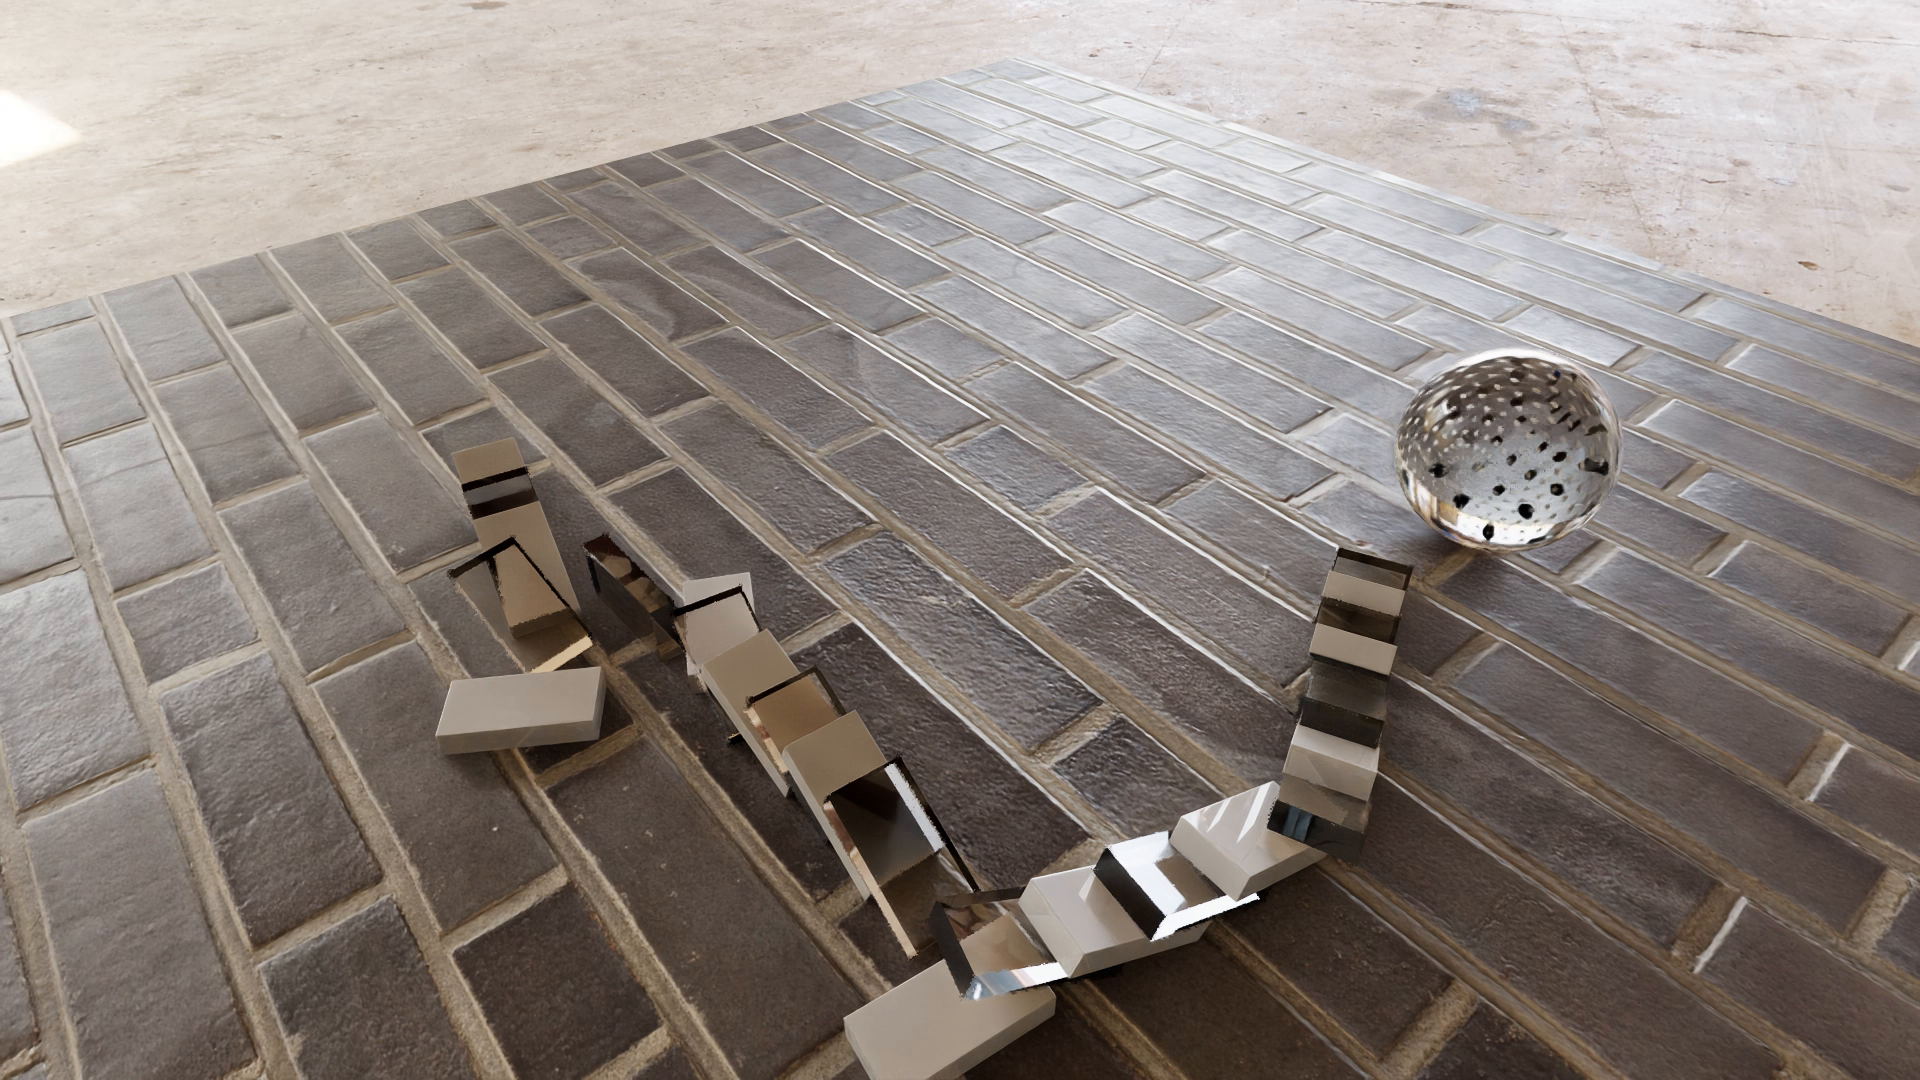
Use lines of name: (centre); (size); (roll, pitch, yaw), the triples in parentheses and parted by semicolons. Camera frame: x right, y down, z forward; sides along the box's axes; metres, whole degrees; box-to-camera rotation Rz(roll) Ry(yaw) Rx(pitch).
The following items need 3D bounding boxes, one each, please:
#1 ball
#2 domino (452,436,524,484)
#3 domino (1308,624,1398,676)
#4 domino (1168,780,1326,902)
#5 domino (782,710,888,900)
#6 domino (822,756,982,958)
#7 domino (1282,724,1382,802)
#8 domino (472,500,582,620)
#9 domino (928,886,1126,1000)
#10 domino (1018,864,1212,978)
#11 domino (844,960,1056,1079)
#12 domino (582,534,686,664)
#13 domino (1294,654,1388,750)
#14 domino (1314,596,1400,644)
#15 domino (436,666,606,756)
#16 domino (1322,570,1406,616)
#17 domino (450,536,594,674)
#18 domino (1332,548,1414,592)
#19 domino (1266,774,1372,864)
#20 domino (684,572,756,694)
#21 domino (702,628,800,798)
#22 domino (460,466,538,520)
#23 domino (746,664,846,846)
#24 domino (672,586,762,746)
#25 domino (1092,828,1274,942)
ball: (0.213, -0.035, 0.430); (0.080, 0.080, 0.080); (0, 39, 0)
domino: (-0.187, -0.017, 0.449); (0.025, 0.010, 0.050); (-19, 66, -22)
domino: (0.133, 0.037, 0.373); (0.025, 0.010, 0.050); (17, -1, 19)
domino: (0.087, 0.087, 0.322); (0.050, 0.009, 0.025); (-4, 33, -44)
domino: (-0.030, 0.079, 0.331); (0.025, 0.010, 0.050); (-25, 70, -27)
domino: (-0.016, 0.091, 0.317); (0.025, 0.010, 0.050); (-24, 69, -27)
domino: (0.119, 0.065, 0.347); (0.025, 0.010, 0.050); (17, 15, 19)
domino: (-0.163, 0.011, 0.415); (0.025, 0.009, 0.050); (-20, 66, -22)
domino: (0.019, 0.107, 0.298); (0.050, 0.010, 0.025); (4, 32, -30)
domino: (0.043, 0.102, 0.303); (0.050, 0.009, 0.025); (2, 33, -38)
domino: (-0.002, 0.126, 0.290); (0.050, 0.009, 0.025); (-22, 44, -25)
domino: (-0.120, 0.021, 0.405); (0.010, 0.025, 0.050); (-29, 48, -31)
domino: (0.127, 0.052, 0.363); (0.025, 0.010, 0.050); (17, 15, 19)
domino: (0.138, 0.029, 0.383); (0.025, 0.010, 0.050); (17, -1, 19)
domino: (-0.148, 0.058, 0.373); (0.050, 0.009, 0.025); (-5, 40, -6)
domino: (0.143, 0.021, 0.393); (0.025, 0.009, 0.050); (17, -1, 19)
domino: (-0.158, 0.025, 0.397); (0.025, 0.010, 0.050); (-36, 73, -28)
domino: (0.150, 0.013, 0.403); (0.025, 0.009, 0.050); (17, -1, 19)
domino: (0.109, 0.078, 0.331); (0.025, 0.009, 0.050); (20, 16, 19)
domino: (-0.087, 0.033, 0.403); (0.025, 0.010, 0.050); (-8, 40, -10)
domino: (-0.060, 0.056, 0.360); (0.025, 0.009, 0.050); (-29, 70, -30)
domino: (-0.175, -0.003, 0.432); (0.025, 0.010, 0.050); (-20, 66, -22)
domino: (-0.044, 0.067, 0.346); (0.025, 0.010, 0.050); (-25, 70, -28)
domino: (-0.077, 0.042, 0.377); (0.025, 0.010, 0.050); (-21, 66, -22)
domino: (0.064, 0.095, 0.312); (0.050, 0.009, 0.025); (0, 33, -40)
